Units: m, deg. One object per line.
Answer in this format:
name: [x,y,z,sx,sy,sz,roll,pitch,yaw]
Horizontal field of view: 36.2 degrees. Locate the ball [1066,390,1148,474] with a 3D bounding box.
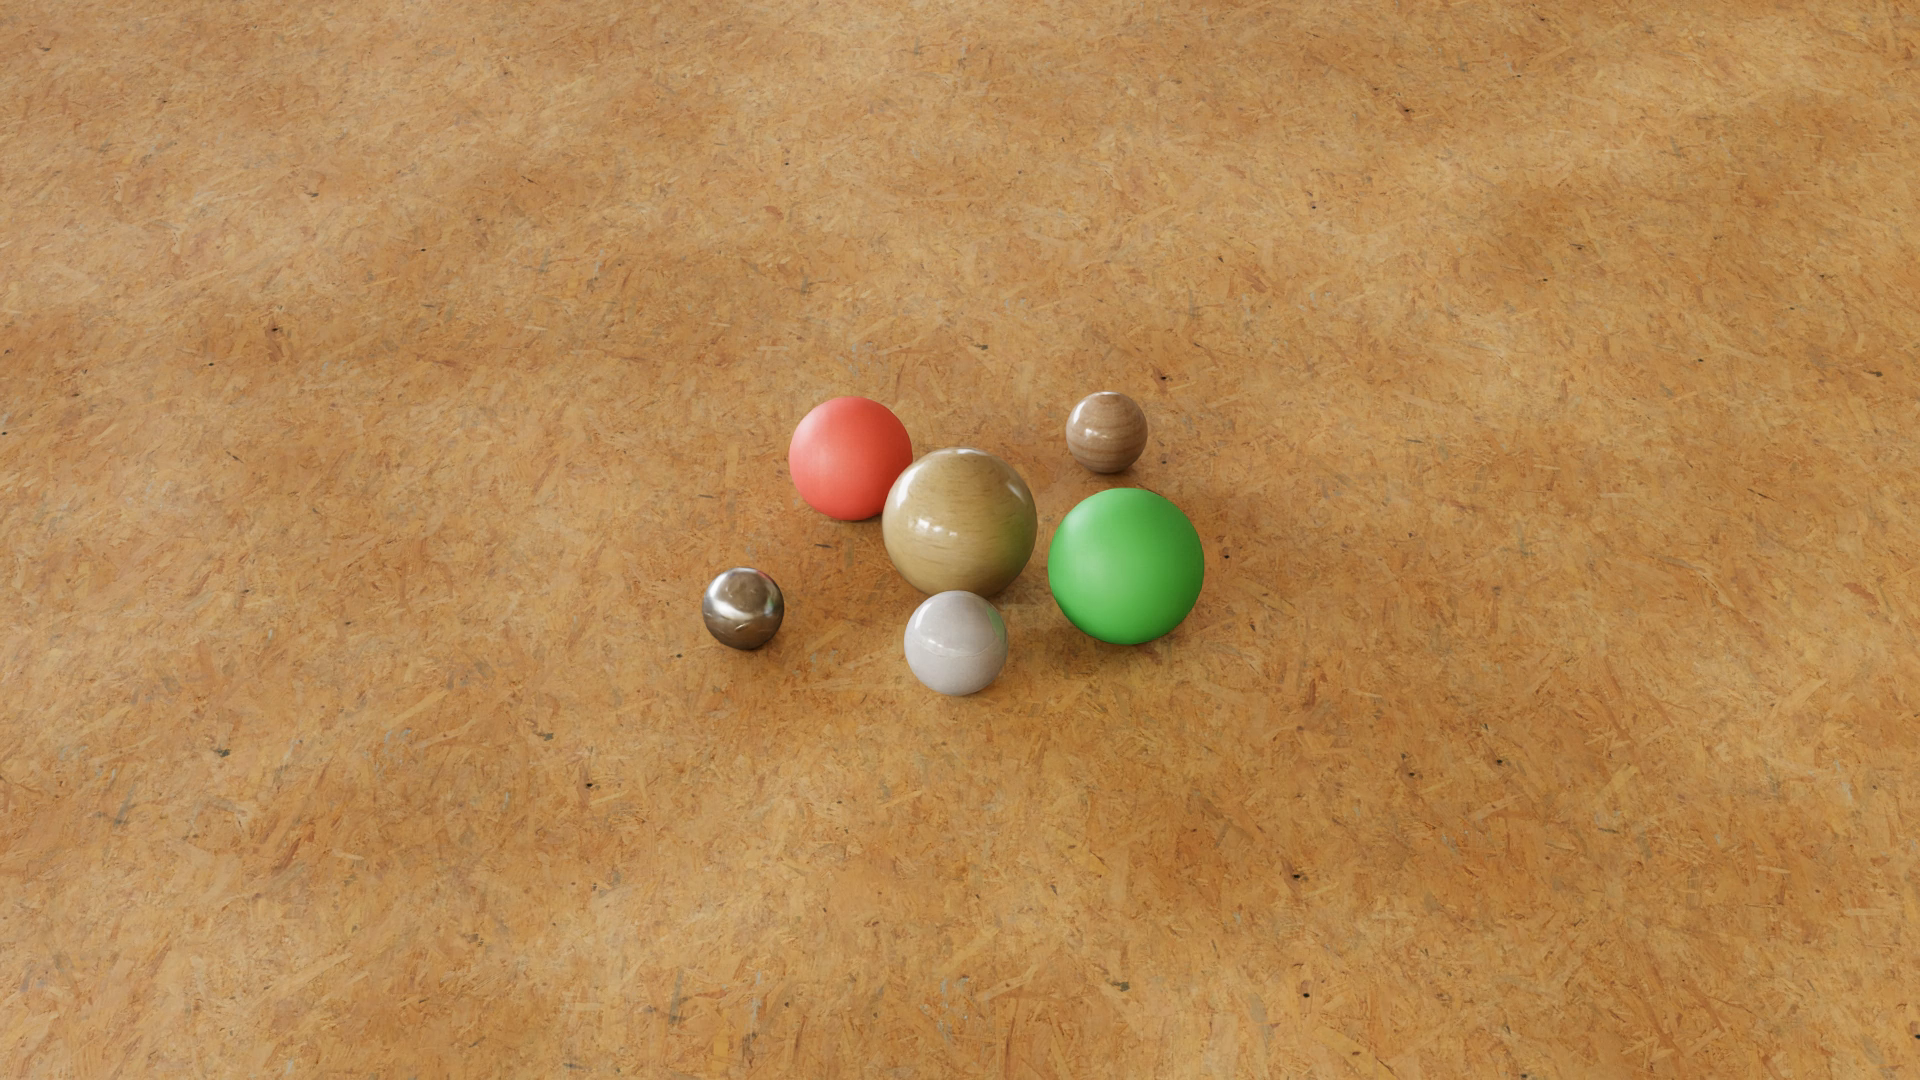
ball: [0.084,-0.062,1.682,0.047,0.047,0.047,0,32,0]

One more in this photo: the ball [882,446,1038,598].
ball: [0.000,-0.008,1.563,0.083,0.083,0.083,0,32,0]

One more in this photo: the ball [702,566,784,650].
ball: [-0.113,0.035,1.531,0.043,0.043,0.043,0,32,0]

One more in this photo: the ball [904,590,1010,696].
ball: [-0.002,0.052,1.495,0.054,0.054,0.054,0,32,0]

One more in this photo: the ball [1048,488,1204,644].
ball: [0.086,0.014,1.530,0.082,0.082,0.082,0,32,0]

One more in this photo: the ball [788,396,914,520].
ball: [-0.061,-0.045,1.635,0.069,0.069,0.069,0,32,0]
